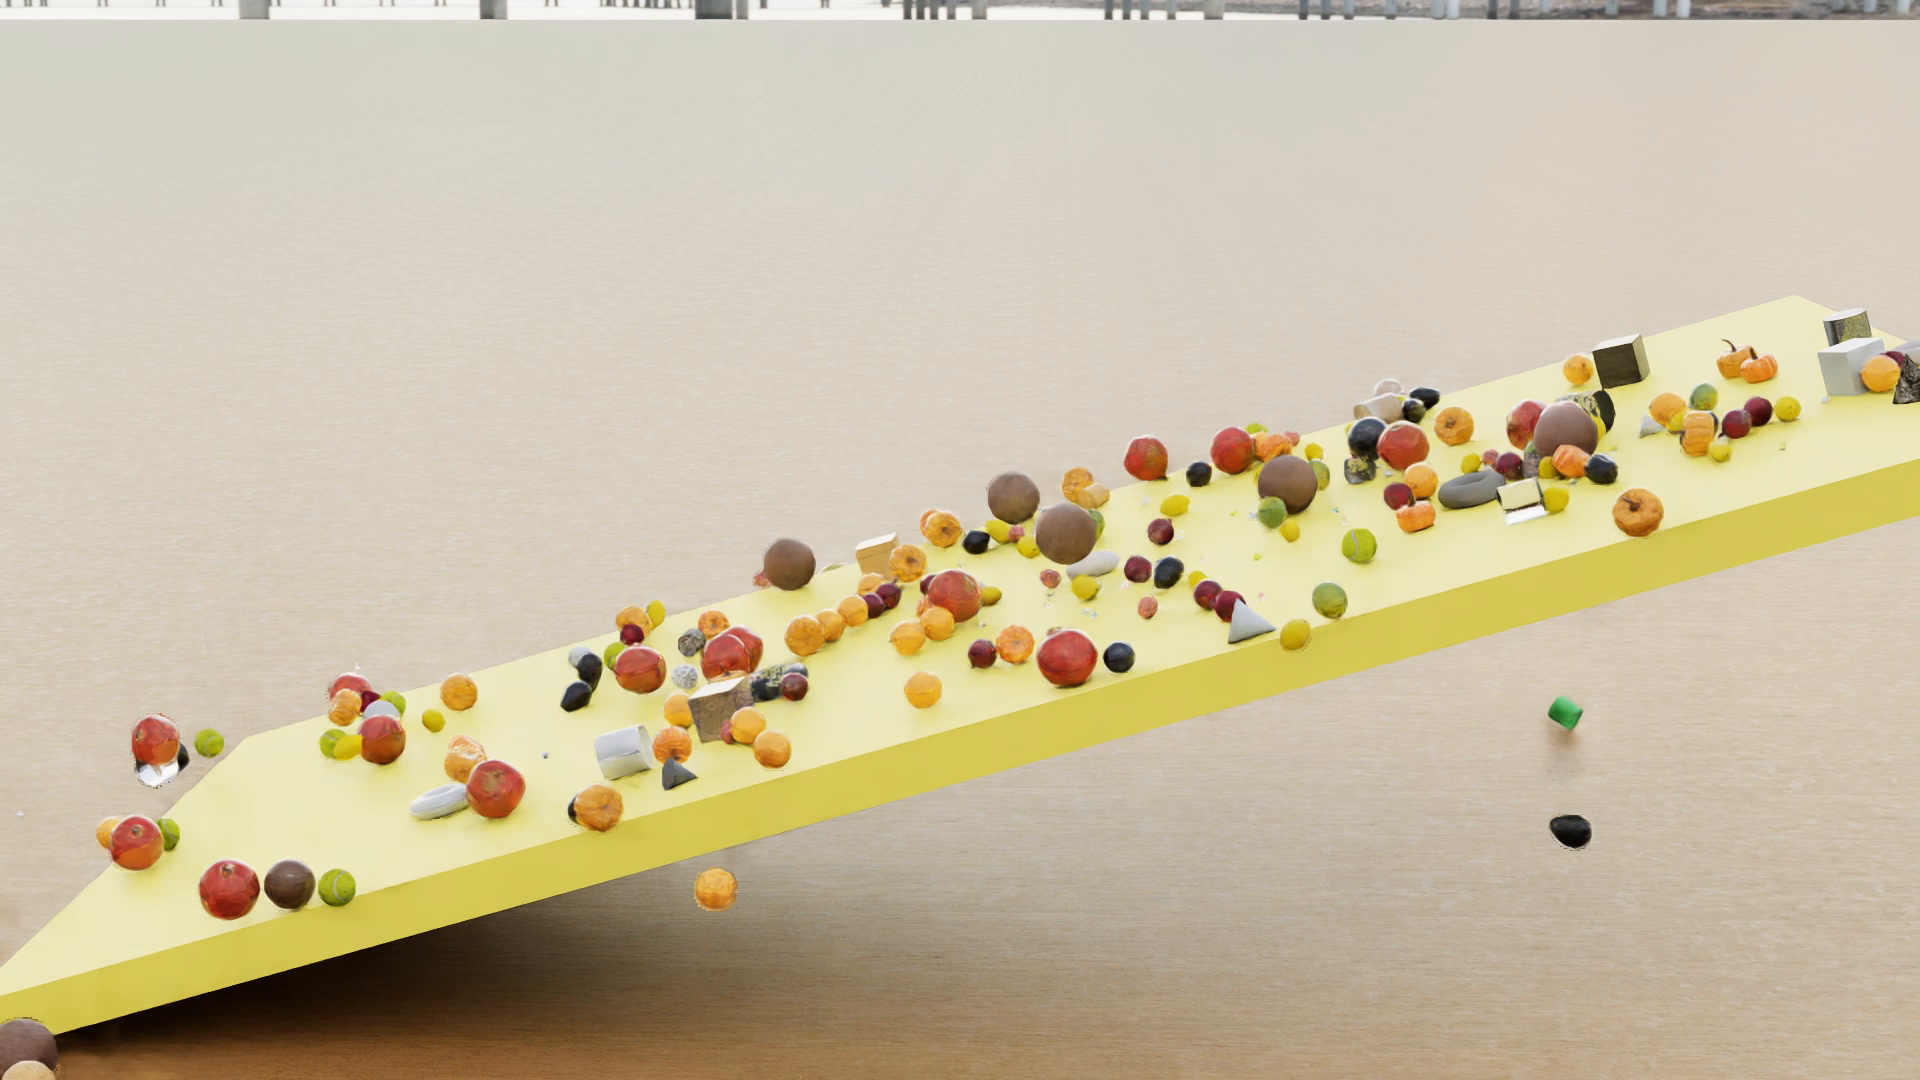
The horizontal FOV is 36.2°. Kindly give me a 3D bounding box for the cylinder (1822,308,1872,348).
[{"bbox_3d":[1.877,-0.433,6.209,0.091,0.091,0.091,-16,10,3],"label":"cylinder"}]

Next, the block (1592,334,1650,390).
[{"bbox_3d":[1.501,-0.405,6.676,0.093,0.093,0.093,-11,11,28],"label":"block"}]

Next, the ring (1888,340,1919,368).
[{"bbox_3d":[1.939,-0.379,5.966,0.112,0.037,0.112,-18,9,3],"label":"ring"}]

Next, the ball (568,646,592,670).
[{"bbox_3d":[-0.903,0.280,6.991,0.059,0.059,0.059,0,11,0],"label":"ball"}]

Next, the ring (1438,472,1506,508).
[{"bbox_3d":[1.031,-0.101,5.918,0.139,0.046,0.139,-16,11,3],"label":"ring"}]

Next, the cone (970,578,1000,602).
[{"bbox_3d":[0.058,0.117,6.389,0.061,0.061,0.061,9,9,-10],"label":"cone"}]

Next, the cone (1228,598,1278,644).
[{"bbox_3d":[0.537,0.155,5.346,0.085,0.085,0.085,11,11,2],"label":"cone"}]

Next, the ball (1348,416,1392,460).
[{"bbox_3d":[0.910,-0.224,6.530,0.099,0.099,0.099,0,11,0],"label":"ball"}]

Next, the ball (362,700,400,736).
[{"bbox_3d":[-1.360,0.419,6.910,0.085,0.085,0.085,0,11,0],"label":"ball"}]

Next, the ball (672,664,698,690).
[{"bbox_3d":[-0.597,0.297,6.394,0.057,0.057,0.057,0,11,0],"label":"ball"}]

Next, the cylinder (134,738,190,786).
[{"bbox_3d":[-1.980,0.550,7.299,0.092,0.092,0.092,6,23,30],"label":"cylinder"}]

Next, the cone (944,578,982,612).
[{"bbox_3d":[0.018,0.132,6.345,0.081,0.081,0.081,22,16,11],"label":"cone"}]

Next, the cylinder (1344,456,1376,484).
[{"bbox_3d":[0.876,-0.154,6.442,0.055,0.055,0.055,-11,4,29],"label":"cylinder"}]

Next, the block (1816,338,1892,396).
[{"bbox_3d":[1.787,-0.345,5.873,0.092,0.092,0.092,-20,10,-18],"label":"block"}]

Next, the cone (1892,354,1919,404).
[{"bbox_3d":[1.828,-0.317,5.653,0.090,0.090,0.090,-16,10,3],"label":"cone"}]

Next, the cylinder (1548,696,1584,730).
[{"bbox_3d":[1.630,0.466,7.918,0.066,0.066,0.066,34,27,27],"label":"cylinder"}]

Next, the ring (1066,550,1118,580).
[{"bbox_3d":[0.285,0.055,6.318,0.118,0.039,0.118,-17,9,3],"label":"ring"}]

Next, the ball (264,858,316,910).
[{"bbox_3d":[-1.247,0.639,5.471,0.095,0.095,0.095,0,11,0],"label":"ball"}]

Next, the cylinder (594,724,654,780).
[{"bbox_3d":[-0.655,0.414,5.745,0.090,0.090,0.090,-15,9,8],"label":"cylinder"}]

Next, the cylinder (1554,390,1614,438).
[{"bbox_3d":[1.320,-0.267,6.222,0.091,0.091,0.091,-10,1,-43],"label":"cylinder"}]

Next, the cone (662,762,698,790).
[{"bbox_3d":[-0.521,0.444,5.541,0.062,0.062,0.062,-9,14,-29],"label":"cone"}]

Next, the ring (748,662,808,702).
[{"bbox_3d":[-0.381,0.294,6.083,0.143,0.048,0.143,-17,11,3],"label":"ring"}]

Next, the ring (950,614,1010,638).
[{"bbox_3d":[0.043,0.182,6.113,0.131,0.044,0.131,1,6,0],"label":"ring"}]

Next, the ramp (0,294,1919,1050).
[{"bbox_3d":[0.091,0.187,6.320,4.000,0.100,2.000,-16,10,5],"label":"ramp"}]

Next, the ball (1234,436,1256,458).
[{"bbox_3d":[0.694,-0.225,7.145,0.053,0.053,0.053,0,11,0],"label":"ball"}]

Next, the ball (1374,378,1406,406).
[{"bbox_3d":[1.053,-0.357,7.220,0.078,0.078,0.078,0,11,0],"label":"ball"}]

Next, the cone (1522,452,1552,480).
[{"bbox_3d":[1.182,-0.147,5.975,0.058,0.058,0.058,8,5,-31],"label":"cone"}]

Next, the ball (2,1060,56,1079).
[{"bbox_3d":[-1.655,0.973,5.223,0.098,0.098,0.098,0,11,0],"label":"ball"}]

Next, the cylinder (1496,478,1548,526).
[{"bbox_3d":[1.070,-0.073,5.605,0.077,0.077,0.077,-16,10,4],"label":"cylinder"}]

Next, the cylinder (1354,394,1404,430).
[{"bbox_3d":[0.989,-0.293,6.940,0.085,0.085,0.085,-20,17,-18],"label":"cylinder"}]

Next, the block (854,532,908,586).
[{"bbox_3d":[-0.187,0.047,6.995,0.092,0.092,0.092,-15,10,9],"label":"block"}]

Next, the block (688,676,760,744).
[{"bbox_3d":[-0.470,0.338,5.847,0.094,0.094,0.094,-13,10,20],"label":"block"}]

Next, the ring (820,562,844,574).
[{"bbox_3d":[-0.335,0.116,7.448,0.047,0.141,0.141,36,22,15],"label":"ring"}]

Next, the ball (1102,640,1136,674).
[{"bbox_3d":[0.291,0.213,5.369,0.060,0.060,0.060,0,11,0],"label":"ball"}]

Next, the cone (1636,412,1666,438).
[{"bbox_3d":[1.424,-0.231,6.039,0.057,0.057,0.057,11,12,4],"label":"cone"}]

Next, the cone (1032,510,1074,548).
[{"bbox_3d":[0.222,-0.018,6.825,0.090,0.090,0.090,9,9,-9],"label":"cone"}]

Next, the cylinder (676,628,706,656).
[{"bbox_3d":[-0.619,0.235,6.776,0.054,0.054,0.054,2,11,12],"label":"cylinder"}]
